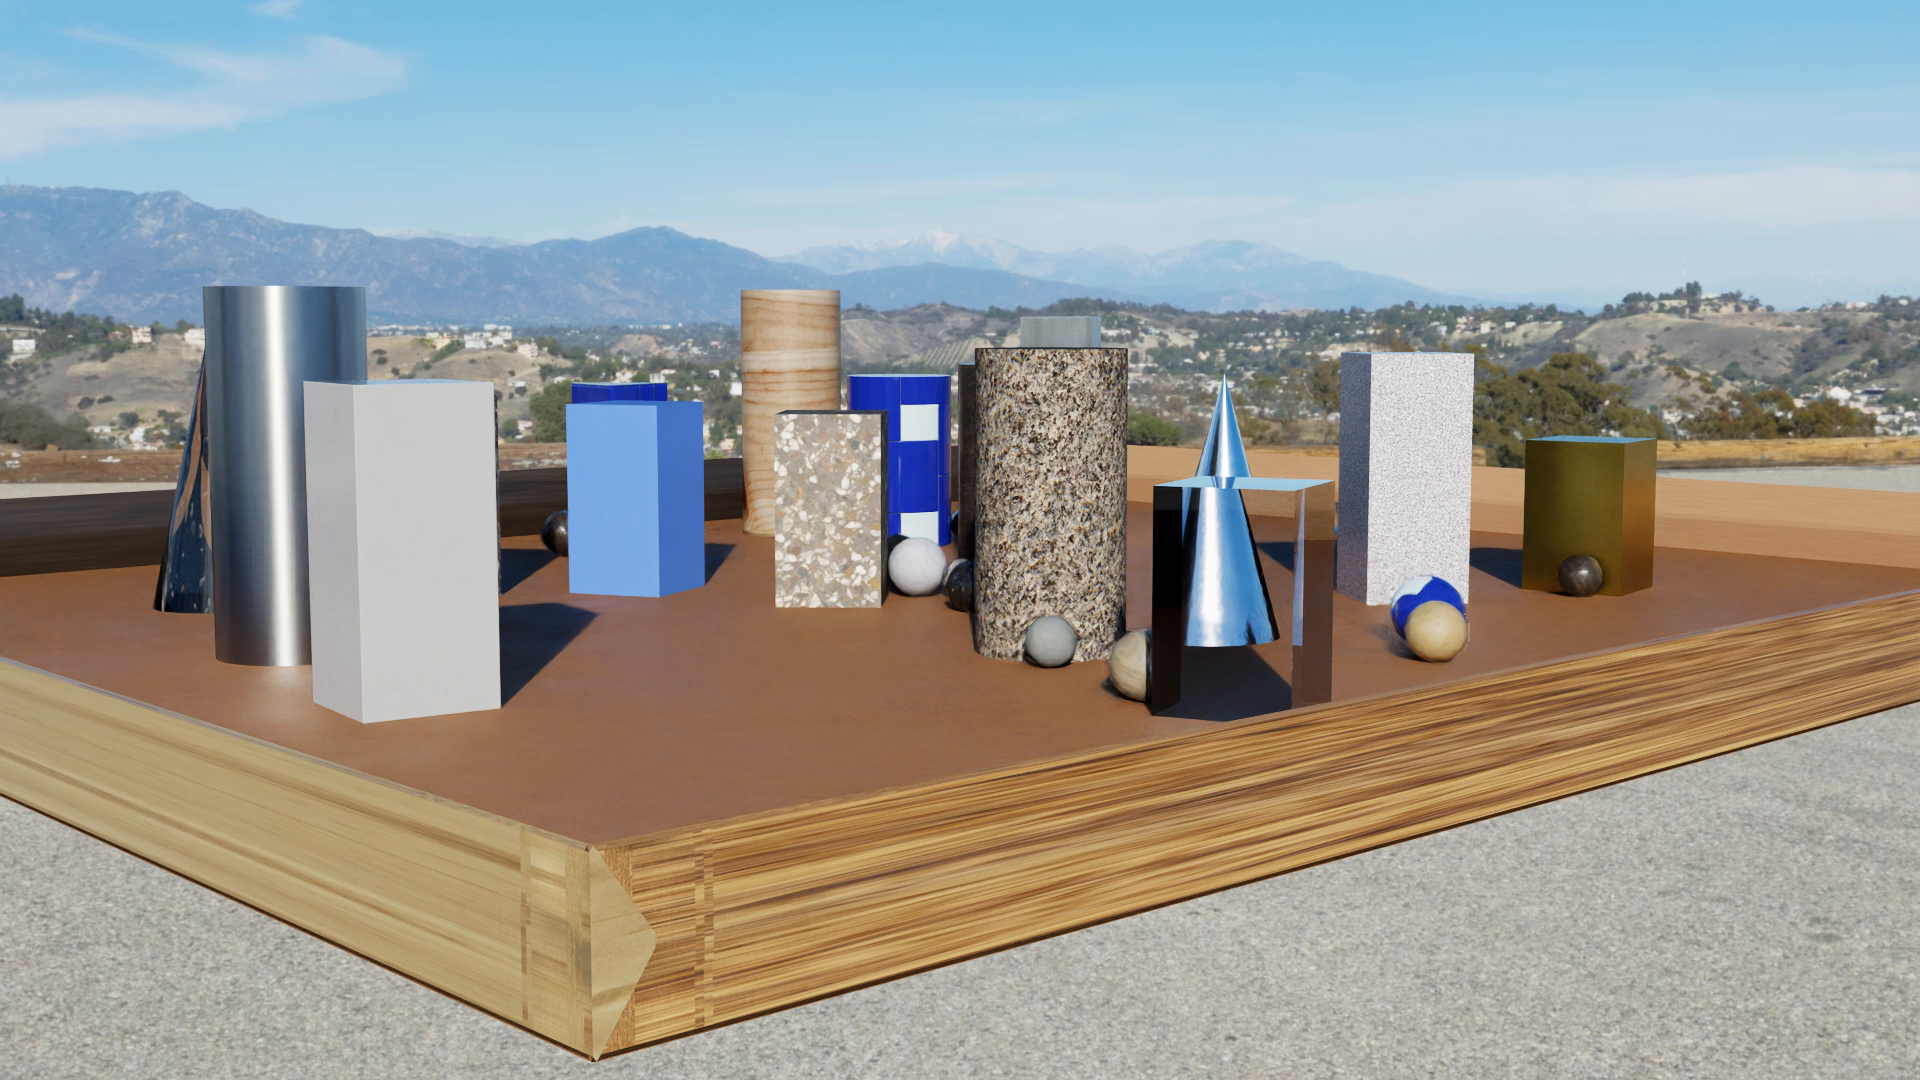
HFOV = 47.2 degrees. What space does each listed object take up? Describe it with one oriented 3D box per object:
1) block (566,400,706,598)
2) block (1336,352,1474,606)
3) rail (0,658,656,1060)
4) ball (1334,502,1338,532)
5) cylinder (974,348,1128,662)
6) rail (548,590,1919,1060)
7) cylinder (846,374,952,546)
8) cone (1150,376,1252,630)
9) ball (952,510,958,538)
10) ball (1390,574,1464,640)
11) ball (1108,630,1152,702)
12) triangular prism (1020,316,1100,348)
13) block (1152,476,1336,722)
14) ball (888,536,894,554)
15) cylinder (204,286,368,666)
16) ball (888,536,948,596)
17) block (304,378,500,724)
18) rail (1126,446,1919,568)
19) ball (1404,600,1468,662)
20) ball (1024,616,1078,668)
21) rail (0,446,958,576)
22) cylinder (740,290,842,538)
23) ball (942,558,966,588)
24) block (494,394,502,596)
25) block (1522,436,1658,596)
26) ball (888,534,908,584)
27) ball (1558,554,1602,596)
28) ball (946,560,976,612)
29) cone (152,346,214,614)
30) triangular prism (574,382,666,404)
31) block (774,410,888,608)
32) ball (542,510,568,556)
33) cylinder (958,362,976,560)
[{"bbox_3d":[-0.517,-0.070,3.516,0.159,0.299,0.159,2,6,20],"label":"block"},{"bbox_3d":[0.687,-0.099,3.408,0.159,0.380,0.159,-1,6,-7],"label":"block"},{"bbox_3d":[-1.119,0.141,2.305,0.045,0.129,2.708,-5,8,-42],"label":"rail"},{"bbox_3d":[0.734,-0.046,4.403,0.068,0.068,0.068,0,6,0],"label":"ball"},{"bbox_3d":[0.119,-0.052,2.873,0.199,0.396,0.199,0,6,0],"label":"cylinder"},{"bbox_3d":[0.902,0.135,2.360,3.092,0.129,0.045,-5,8,-42],"label":"rail"},{"bbox_3d":[-0.116,-0.154,4.209,0.199,0.322,0.199,0,6,0],"label":"cylinder"},{"bbox_3d":[0.367,-0.052,3.066,0.199,0.358,0.199,0,6,0],"label":"cone"},{"bbox_3d":[0.013,-0.031,4.275,0.064,0.064,0.064,0,6,0],"label":"ball"},{"bbox_3d":[0.620,0.094,2.919,0.096,0.096,0.096,0,6,0],"label":"ball"},{"bbox_3d":[0.211,0.143,2.517,0.082,0.082,0.082,0,6,0],"label":"ball"},{"bbox_3d":[0.228,-0.213,4.243,0.172,0.433,0.149,4,7,35],"label":"triangular prism"},{"bbox_3d":[0.317,0.063,2.451,0.159,0.255,0.159,3,7,25],"label":"block"},{"bbox_3d":[-0.141,0.009,3.997,0.042,0.042,0.042,0,6,0],"label":"ball"},{"bbox_3d":[-0.864,-0.088,2.838,0.199,0.475,0.199,0,6,0],"label":"cylinder"},{"bbox_3d":[-0.067,0.042,3.441,0.093,0.093,0.093,0,6,0],"label":"ball"},{"bbox_3d":[-0.627,0.005,2.472,0.159,0.366,0.159,-4,7,-35],"label":"block"},{"bbox_3d":[1.119,-0.073,4.358,0.045,0.129,2.708,-5,8,-42],"label":"rail"},{"bbox_3d":[0.605,0.116,2.795,0.079,0.079,0.079,0,6,0],"label":"ball"},{"bbox_3d":[0.114,0.127,2.754,0.065,0.065,0.065,0,6,0],"label":"ball"},{"bbox_3d":[-0.902,-0.068,4.304,3.092,0.129,0.045,-5,8,-42],"label":"rail"},{"bbox_3d":[-0.337,-0.256,4.402,0.199,0.485,0.199,0,6,0],"label":"cylinder"},{"bbox_3d":[0.004,0.060,3.415,0.062,0.062,0.062,0,6,0],"label":"ball"},{"bbox_3d":[-0.809,-0.062,3.369,0.159,0.315,0.159,1,6,7],"label":"block"},{"bbox_3d":[1.012,-0.042,3.535,0.159,0.240,0.159,4,7,35],"label":"block"},{"bbox_3d":[-0.100,0.033,3.577,0.082,0.082,0.082,0,6,0],"label":"ball"},{"bbox_3d":[0.969,0.055,3.436,0.067,0.067,0.067,0,6,0],"label":"ball"},{"bbox_3d":[0.017,0.069,3.265,0.076,0.076,0.076,0,6,0],"label":"ball"},{"bbox_3d":[-1.123,-0.122,3.322,0.199,0.442,0.199,0,6,0],"label":"cone"},{"bbox_3d":[-0.610,-0.135,4.076,0.149,0.312,0.172,-4,7,-33],"label":"triangular prism"},{"bbox_3d":[-0.195,-0.051,3.377,0.159,0.291,0.159,0,6,2],"label":"block"},{"bbox_3d":[-0.723,-0.012,4.015,0.081,0.081,0.081,0,6,0],"label":"ball"},{"bbox_3d":[0.096,-0.108,3.592,0.199,0.359,0.199,0,6,0],"label":"cylinder"}]
